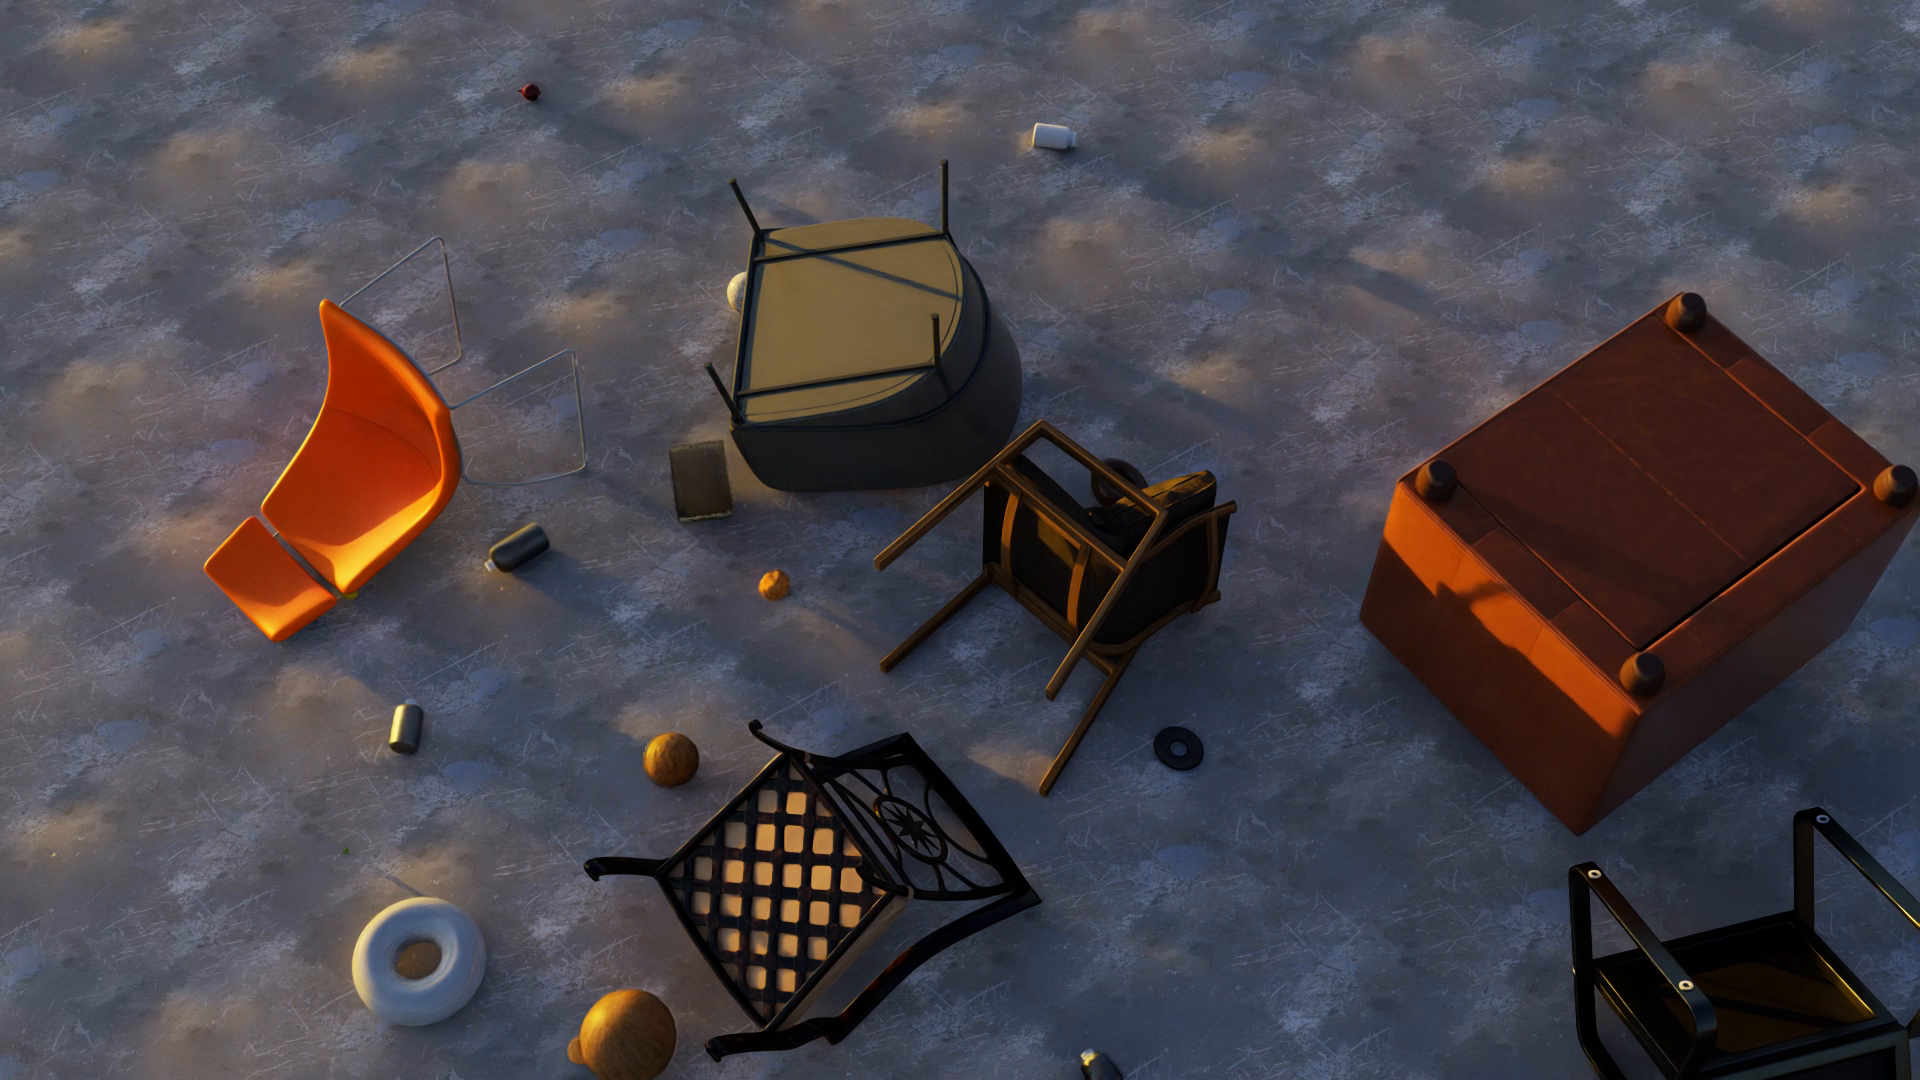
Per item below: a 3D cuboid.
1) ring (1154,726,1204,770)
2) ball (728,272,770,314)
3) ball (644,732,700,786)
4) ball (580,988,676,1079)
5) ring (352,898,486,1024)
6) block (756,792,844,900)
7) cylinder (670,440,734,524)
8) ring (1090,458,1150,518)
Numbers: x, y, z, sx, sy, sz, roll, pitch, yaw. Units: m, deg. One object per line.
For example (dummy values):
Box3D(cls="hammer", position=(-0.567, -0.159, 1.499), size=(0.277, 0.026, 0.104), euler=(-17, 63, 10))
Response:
Box3D(cls="ring", position=(0.613, 0.585, 6.169), size=(0.147, 0.022, 0.132), euler=(38, 64, 22))
Box3D(cls="ball", position=(-0.675, -0.788, 7.020), size=(0.137, 0.137, 0.137), euler=(0, 56, 0))
Box3D(cls="ball", position=(-0.795, 0.607, 6.077), size=(0.150, 0.150, 0.150), euler=(0, 56, 0))
Box3D(cls="ball", position=(-0.841, 1.262, 5.581), size=(0.242, 0.242, 0.242), euler=(0, 56, 0))
Box3D(cls="ring", position=(-1.415, 1.101, 5.756), size=(0.348, 0.135, 0.345), euler=(28, 61, 16))
Box3D(cls="block", position=(-0.429, 0.824, 5.907), size=(0.161, 0.190, 0.165), euler=(-27, 60, -17))
Box3D(cls="cylinder", position=(-0.770, -0.174, 6.553), size=(0.160, 0.235, 0.220), euler=(-7, 14, -5))
Box3D(cls="ring", position=(0.482, -0.158, 6.632), size=(0.157, 0.082, 0.213), euler=(-27, 59, -18))
